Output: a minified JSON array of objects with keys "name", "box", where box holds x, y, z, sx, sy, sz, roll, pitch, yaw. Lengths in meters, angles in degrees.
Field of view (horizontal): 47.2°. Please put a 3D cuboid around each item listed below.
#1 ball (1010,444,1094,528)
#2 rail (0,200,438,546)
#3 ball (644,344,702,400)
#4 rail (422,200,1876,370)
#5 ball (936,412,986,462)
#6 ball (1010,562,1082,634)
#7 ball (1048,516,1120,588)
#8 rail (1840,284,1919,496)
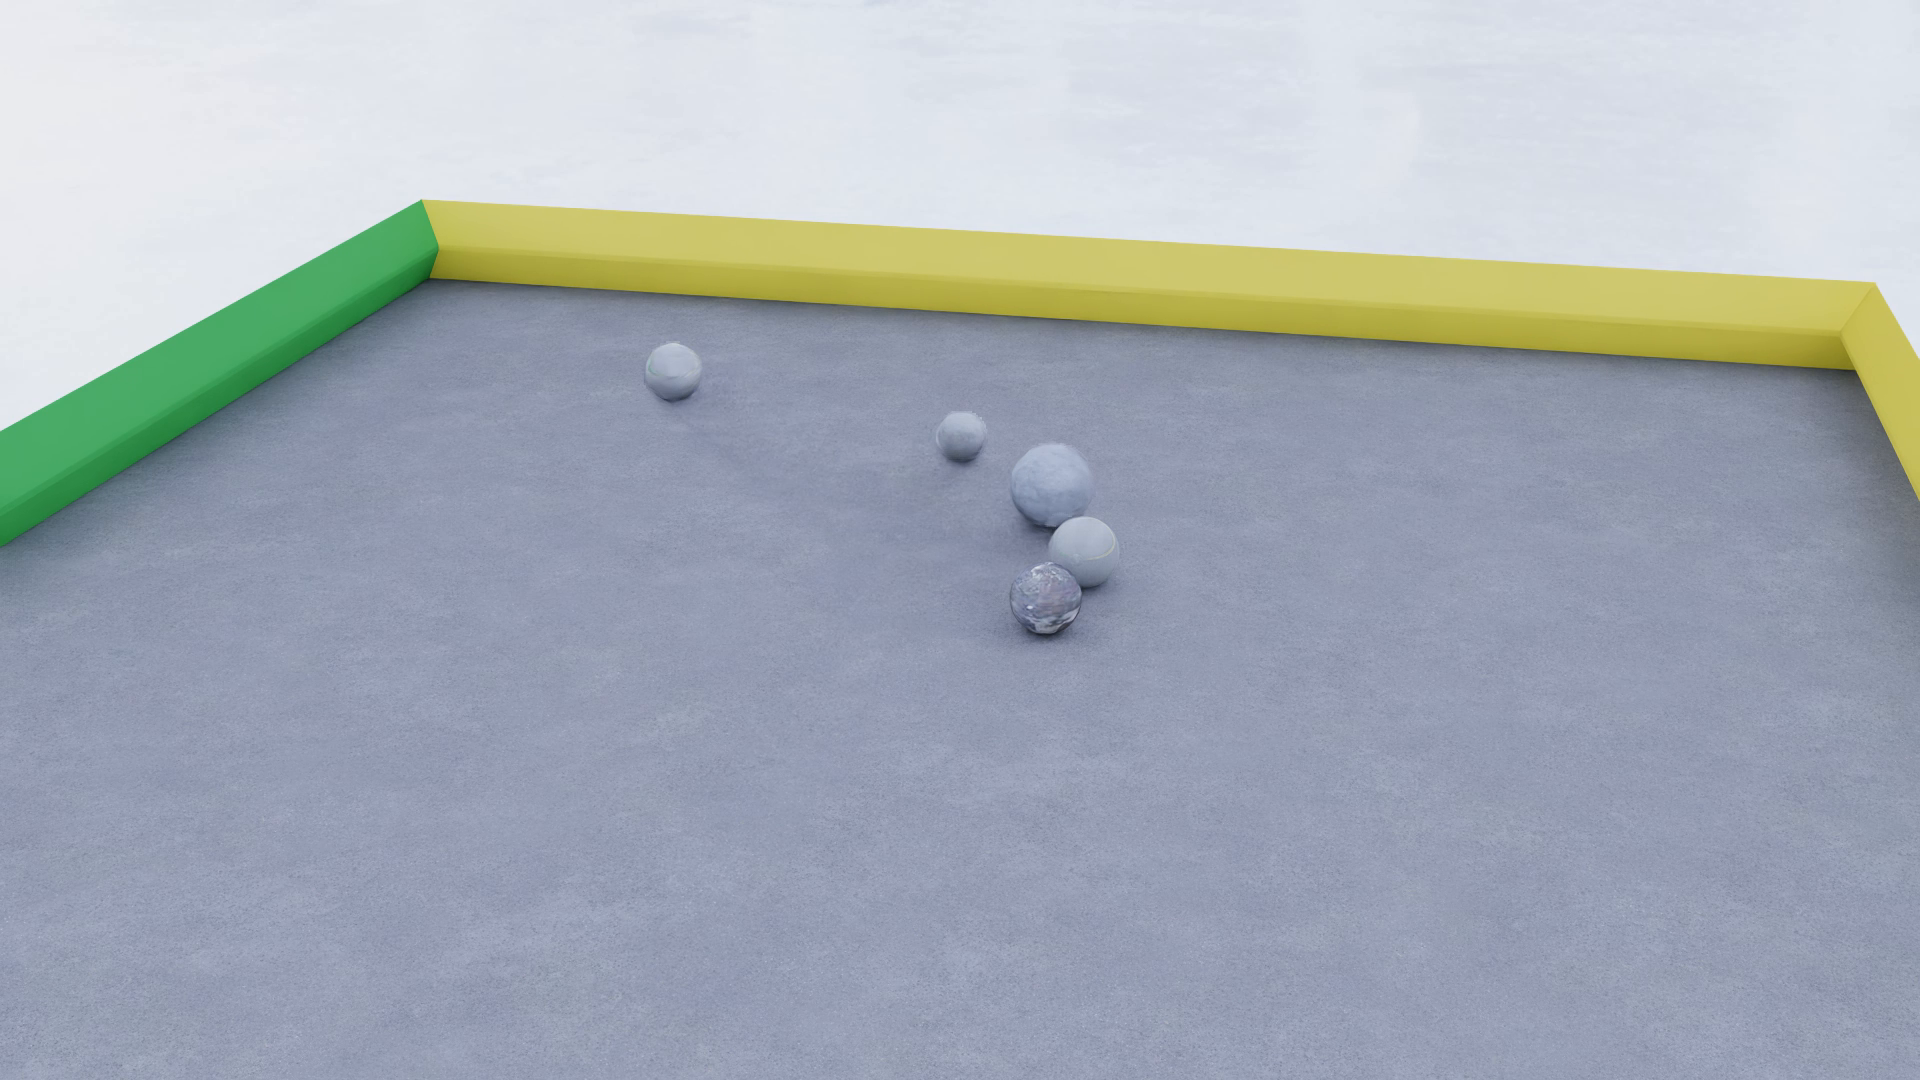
[{"name":"ball","box":[0.110,-0.065,2.619,0.100,0.100,0.100,0,23,0]},{"name":"rail","box":[-1.280,0.261,1.806,0.045,0.130,3.966,5,23,11]},{"name":"ball","box":[-0.396,-0.233,3.045,0.079,0.079,0.079,0,23,0]},{"name":"rail","box":[0.209,-0.391,3.352,2.231,0.130,0.045,5,23,11]},{"name":"ball","box":[0.001,-0.133,2.827,0.064,0.064,0.064,0,23,0]},{"name":"ball","box":[0.092,0.062,2.348,0.078,0.078,0.078,0,23,0]},{"name":"ball","box":[0.138,0.014,2.459,0.080,0.080,0.080,0,23,0]},{"name":"rail","box":[0.852,0.444,1.372,0.045,0.130,3.966,5,23,11]}]
